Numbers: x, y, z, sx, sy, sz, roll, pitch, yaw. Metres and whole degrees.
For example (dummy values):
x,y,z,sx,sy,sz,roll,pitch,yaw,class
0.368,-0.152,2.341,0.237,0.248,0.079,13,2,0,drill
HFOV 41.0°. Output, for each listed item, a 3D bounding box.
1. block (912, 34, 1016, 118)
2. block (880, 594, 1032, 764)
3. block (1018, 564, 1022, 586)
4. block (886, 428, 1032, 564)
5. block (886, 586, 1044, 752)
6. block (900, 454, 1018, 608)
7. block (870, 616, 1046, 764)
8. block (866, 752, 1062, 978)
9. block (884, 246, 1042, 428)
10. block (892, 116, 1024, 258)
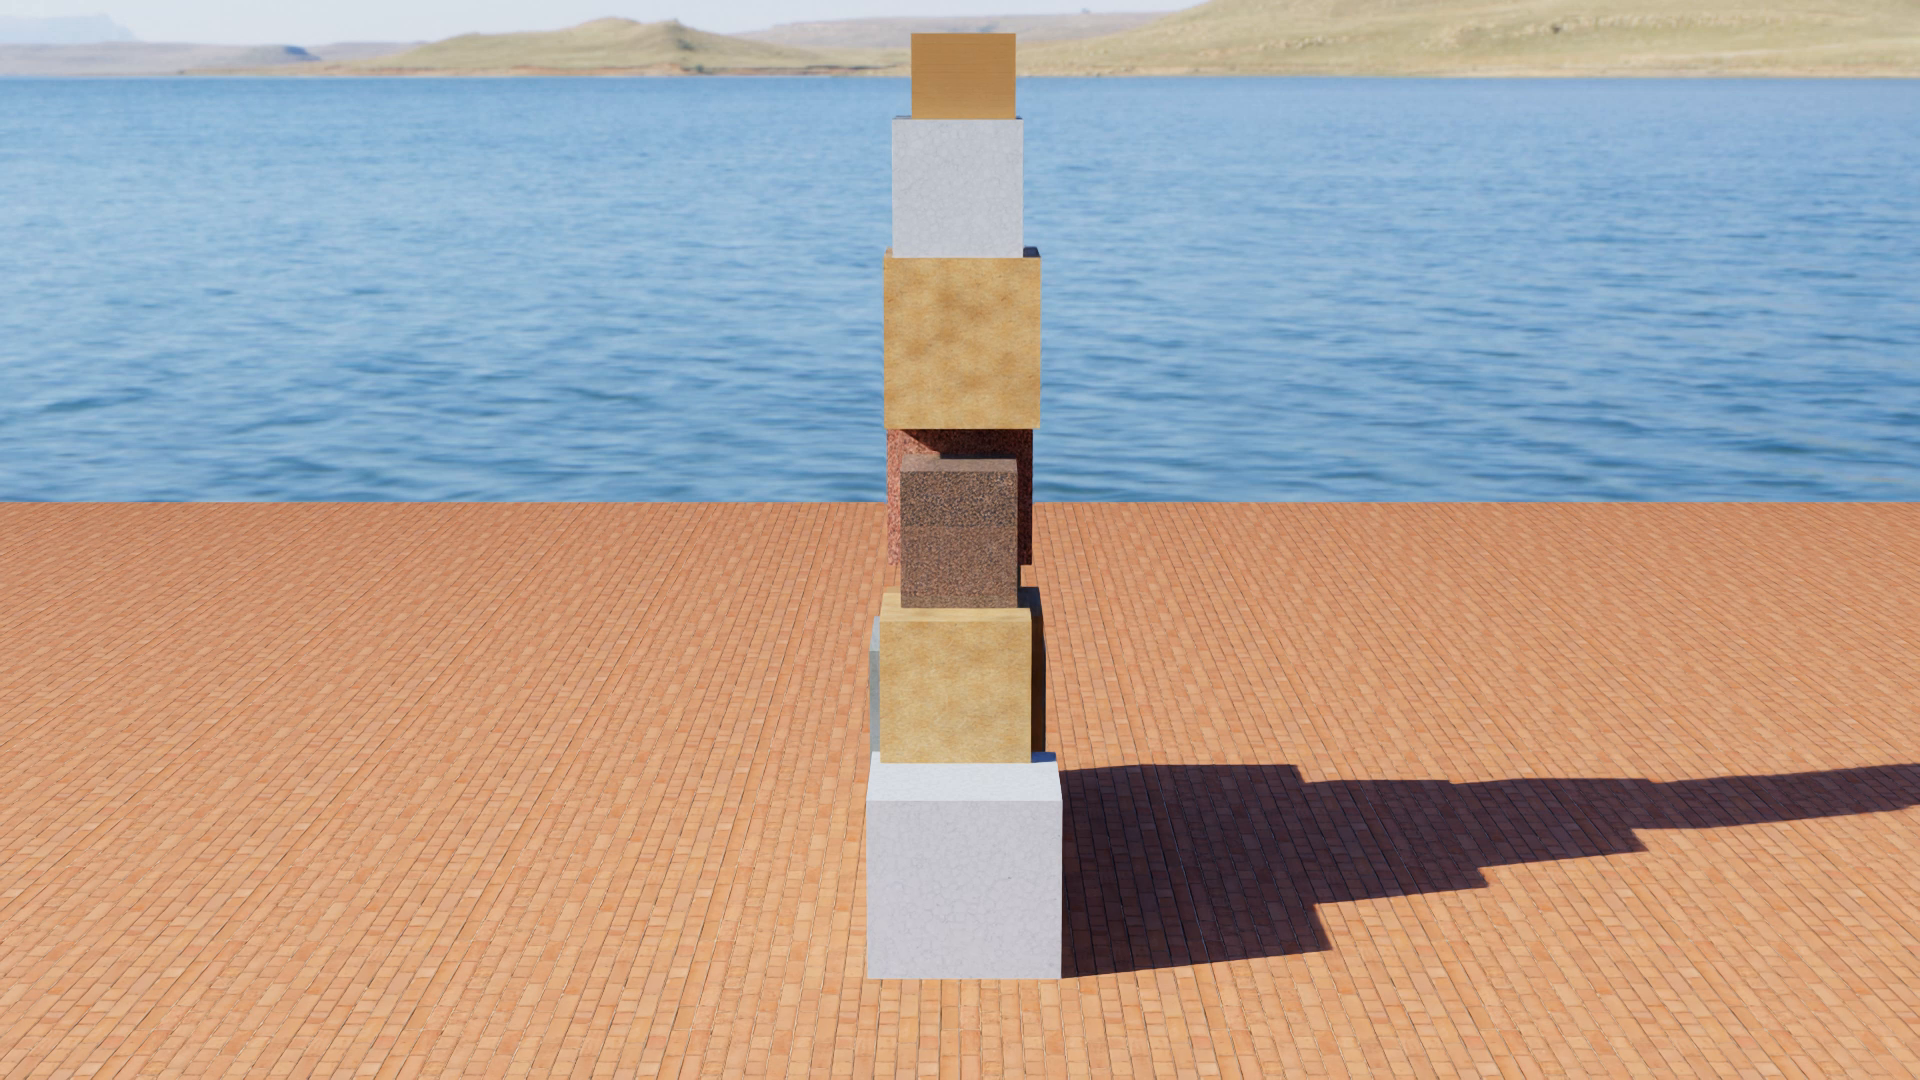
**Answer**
x,y,z,sx,sy,sz,roll,pitch,yaw,class
0.014,-1.954,10.791,0.431,0.349,0.377,0,11,0,block
-0.018,0.570,10.718,0.616,0.593,0.577,0,10,0,block
0.008,0.244,11.855,0.538,0.547,0.447,0,11,0,block
-0.001,-0.266,11.384,0.627,0.632,0.658,0,11,0,block
0.014,0.567,11.350,0.686,0.607,0.647,0,10,0,block
-0.005,-0.044,10.832,0.482,0.574,0.502,0,10,0,block
-0.011,0.871,12.359,0.821,0.865,0.774,0,10,0,block
0.017,1.302,10.375,0.762,0.725,0.730,0,10,0,block
0.009,-0.877,11.002,0.655,0.715,0.613,0,11,0,block
-0.009,-1.505,10.879,0.541,0.566,0.548,0,11,0,block
